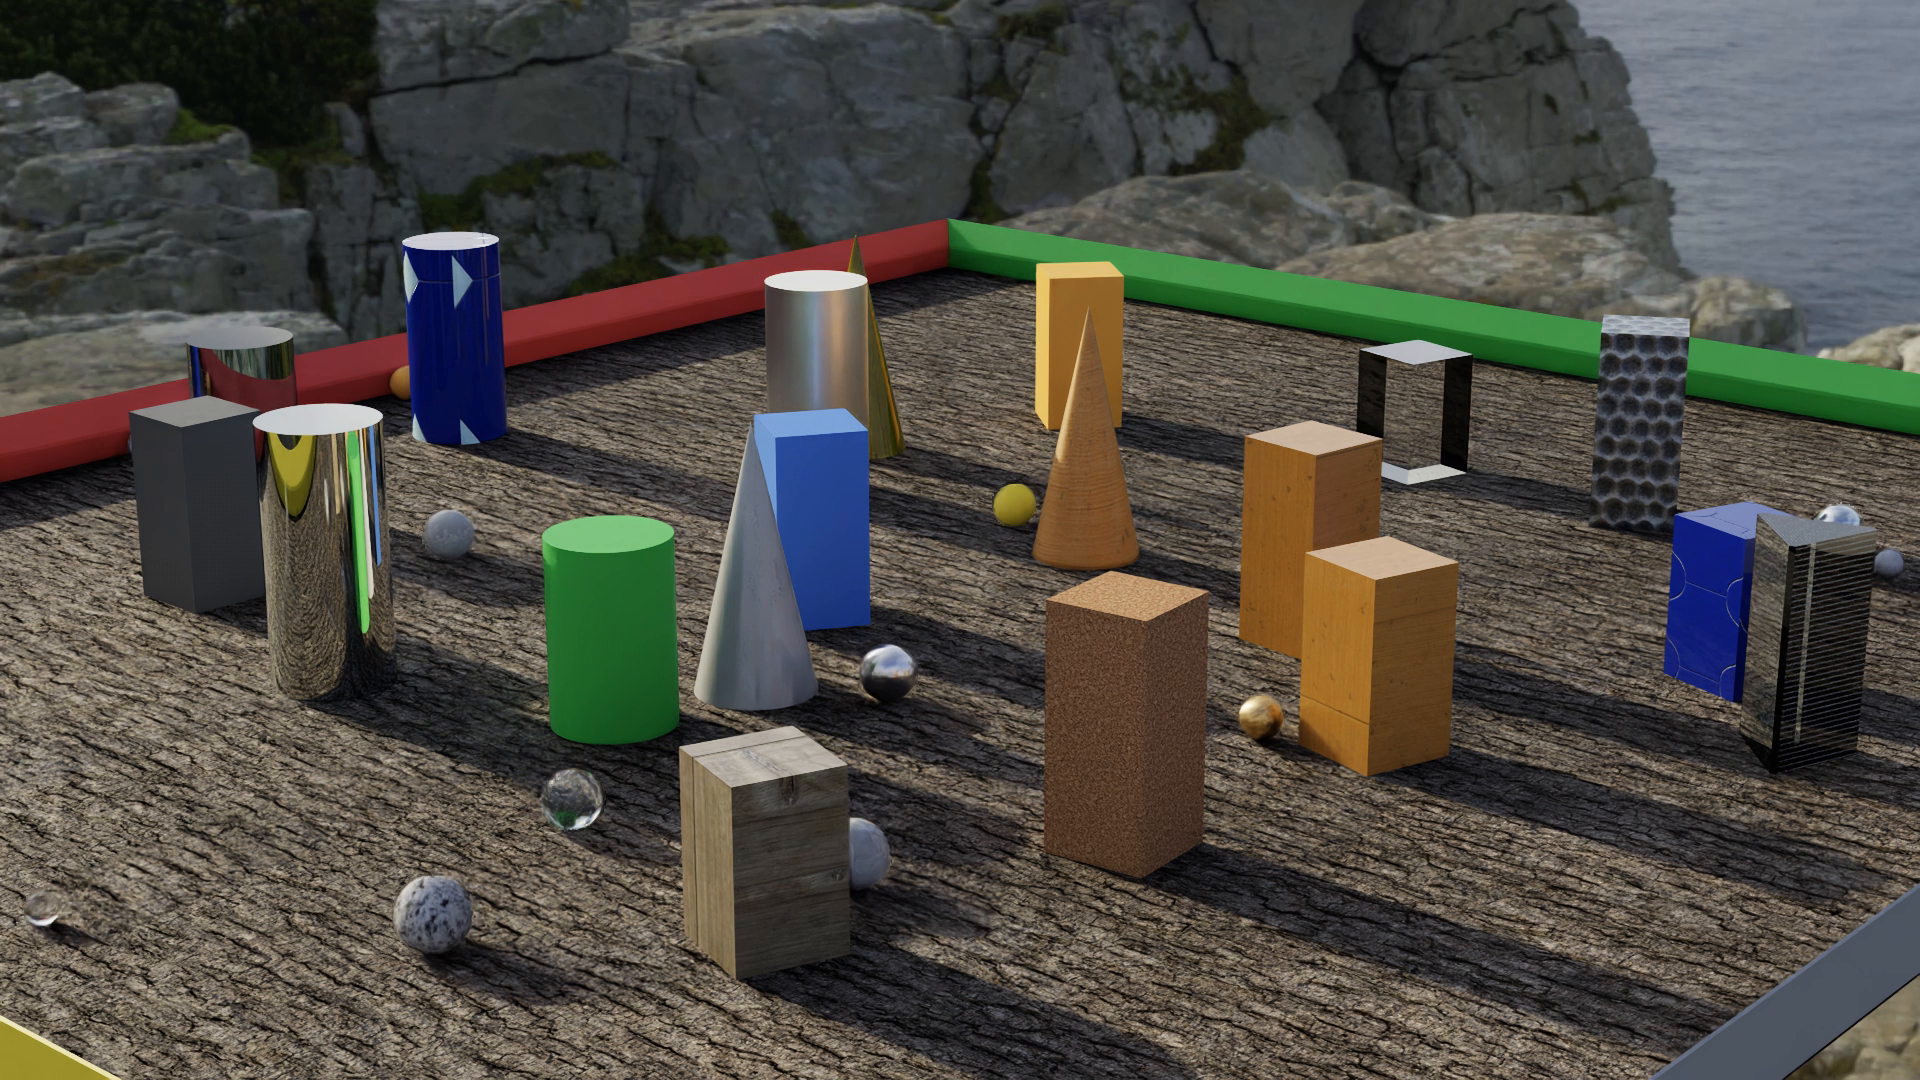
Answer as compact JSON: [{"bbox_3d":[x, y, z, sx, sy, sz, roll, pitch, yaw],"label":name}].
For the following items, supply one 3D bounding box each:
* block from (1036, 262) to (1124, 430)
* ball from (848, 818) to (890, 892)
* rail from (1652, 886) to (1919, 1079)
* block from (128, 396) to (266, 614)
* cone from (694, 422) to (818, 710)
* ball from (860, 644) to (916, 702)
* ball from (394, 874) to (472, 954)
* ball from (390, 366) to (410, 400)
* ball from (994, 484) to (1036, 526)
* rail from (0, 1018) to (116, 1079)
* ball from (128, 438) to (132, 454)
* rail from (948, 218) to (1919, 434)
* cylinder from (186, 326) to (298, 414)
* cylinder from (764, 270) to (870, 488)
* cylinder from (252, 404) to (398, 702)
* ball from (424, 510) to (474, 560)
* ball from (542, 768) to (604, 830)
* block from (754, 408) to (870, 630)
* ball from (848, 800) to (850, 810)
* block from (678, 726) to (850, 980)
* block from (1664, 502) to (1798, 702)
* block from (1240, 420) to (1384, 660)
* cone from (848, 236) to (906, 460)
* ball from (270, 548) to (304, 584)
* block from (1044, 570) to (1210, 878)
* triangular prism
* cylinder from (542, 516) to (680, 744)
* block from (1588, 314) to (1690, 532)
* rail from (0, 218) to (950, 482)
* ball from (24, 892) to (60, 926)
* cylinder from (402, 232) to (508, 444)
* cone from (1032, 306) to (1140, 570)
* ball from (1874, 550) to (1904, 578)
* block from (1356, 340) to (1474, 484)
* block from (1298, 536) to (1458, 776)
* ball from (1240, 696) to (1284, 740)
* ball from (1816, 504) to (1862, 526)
[{"bbox_3d":[0.254,-0.417,6.271,0.159,0.327,0.159,-2,17,-8],"label":"block"},{"bbox_3d":[-0.142,0.418,3.897,0.098,0.098,0.098,0,17,0],"label":"ball"},{"bbox_3d":[1.432,0.391,3.930,0.045,0.129,4.319,14,22,39],"label":"rail"},{"bbox_3d":[-1.317,-0.064,5.092,0.159,0.331,0.159,15,22,40],"label":"block"},{"bbox_3d":[-0.324,0.027,4.604,0.199,0.439,0.199,0,17,0],"label":"cone"},{"bbox_3d":[-0.113,0.209,4.606,0.090,0.090,0.090,0,17,0],"label":"ball"},{"bbox_3d":[-0.667,0.473,3.710,0.099,0.099,0.099,0,17,0],"label":"ball"},{"bbox_3d":[-1.220,-0.347,6.474,0.075,0.075,0.075,0,17,0],"label":"ball"},{"bbox_3d":[0.104,-0.067,5.539,0.080,0.080,0.080,0,17,0],"label":"ball"},{"bbox_3d":[-1.400,0.498,3.575,3.839,0.129,0.045,14,22,39],"label":"rail"},{"bbox_3d":[-1.676,-0.194,6.001,0.056,0.056,0.056,0,17,0],"label":"ball"},{"bbox_3d":[1.400,-0.433,6.664,3.839,0.129,0.045,14,22,39],"label":"rail"},{"bbox_3d":[-1.366,-0.222,5.607,0.199,0.337,0.199,0,17,0],"label":"cylinder"},{"bbox_3d":[-0.278,-0.298,5.715,0.199,0.421,0.199,0,17,0],"label":"cylinder"},{"bbox_3d":[-1.003,0.019,4.641,0.199,0.433,0.199,0,17,0],"label":"cylinder"},{"bbox_3d":[-0.930,-0.011,5.333,0.091,0.091,0.091,0,17,0],"label":"ball"},{"bbox_3d":[-0.542,0.362,4.103,0.086,0.086,0.086,0,17,0],"label":"ball"},{"bbox_3d":[-0.251,-0.035,4.979,0.159,0.340,0.159,-5,17,-16],"label":"block"},{"bbox_3d":[-0.185,0.372,4.113,0.061,0.061,0.061,0,17,0],"label":"ball"},{"bbox_3d":[-0.247,0.393,3.706,0.159,0.256,0.159,-9,19,-27],"label":"block"},{"bbox_3d":[1.245,0.096,4.672,0.159,0.267,0.159,-9,19,-28],"label":"block"},{"bbox_3d":[0.579,0.000,4.848,0.159,0.350,0.159,-14,22,-38],"label":"block"},{"bbox_3d":[-0.212,-0.410,6.027,0.199,0.454,0.199,0,17,0],"label":"cone"},{"bbox_3d":[-1.195,0.046,5.192,0.062,0.062,0.062,0,17,0],"label":"ball"},{"bbox_3d":[0.226,0.249,3.996,0.159,0.364,0.159,12,20,34],"label":"block"},{"bbox_3d":[1.231,0.146,4.364,0.172,0.350,0.149,-10,19,-29],"label":"triangular prism"},{"bbox_3d":[-0.532,0.136,4.479,0.199,0.303,0.199,0,17,0],"label":"cylinder"},{"bbox_3d":[1.283,-0.222,5.541,0.159,0.375,0.159,4,17,13],"label":"block"},{"bbox_3d":[-1.432,-0.326,6.310,0.045,0.129,4.319,14,22,39],"label":"rail"},{"bbox_3d":[-1.188,0.477,3.793,0.045,0.045,0.045,0,17,0],"label":"ball"},{"bbox_3d":[-1.058,-0.424,6.148,0.199,0.412,0.199,0,17,0],"label":"cylinder"},{"bbox_3d":[0.231,-0.198,5.302,0.199,0.467,0.199,0,17,0],"label":"cone"},{"bbox_3d":[1.654,0.043,5.221,0.052,0.052,0.052,0,17,0],"label":"ball"},{"bbox_3d":[0.911,-0.259,5.889,0.159,0.245,0.159,-11,20,-32],"label":"block"},{"bbox_3d":[0.621,0.171,4.364,0.159,0.303,0.159,-10,20,-31],"label":"block"},{"bbox_3d":[0.457,0.270,4.443,0.067,0.067,0.067,0,17,0],"label":"ball"},{"bbox_3d":[1.612,-0.022,5.379,0.086,0.086,0.086,0,17,0],"label":"ball"}]
